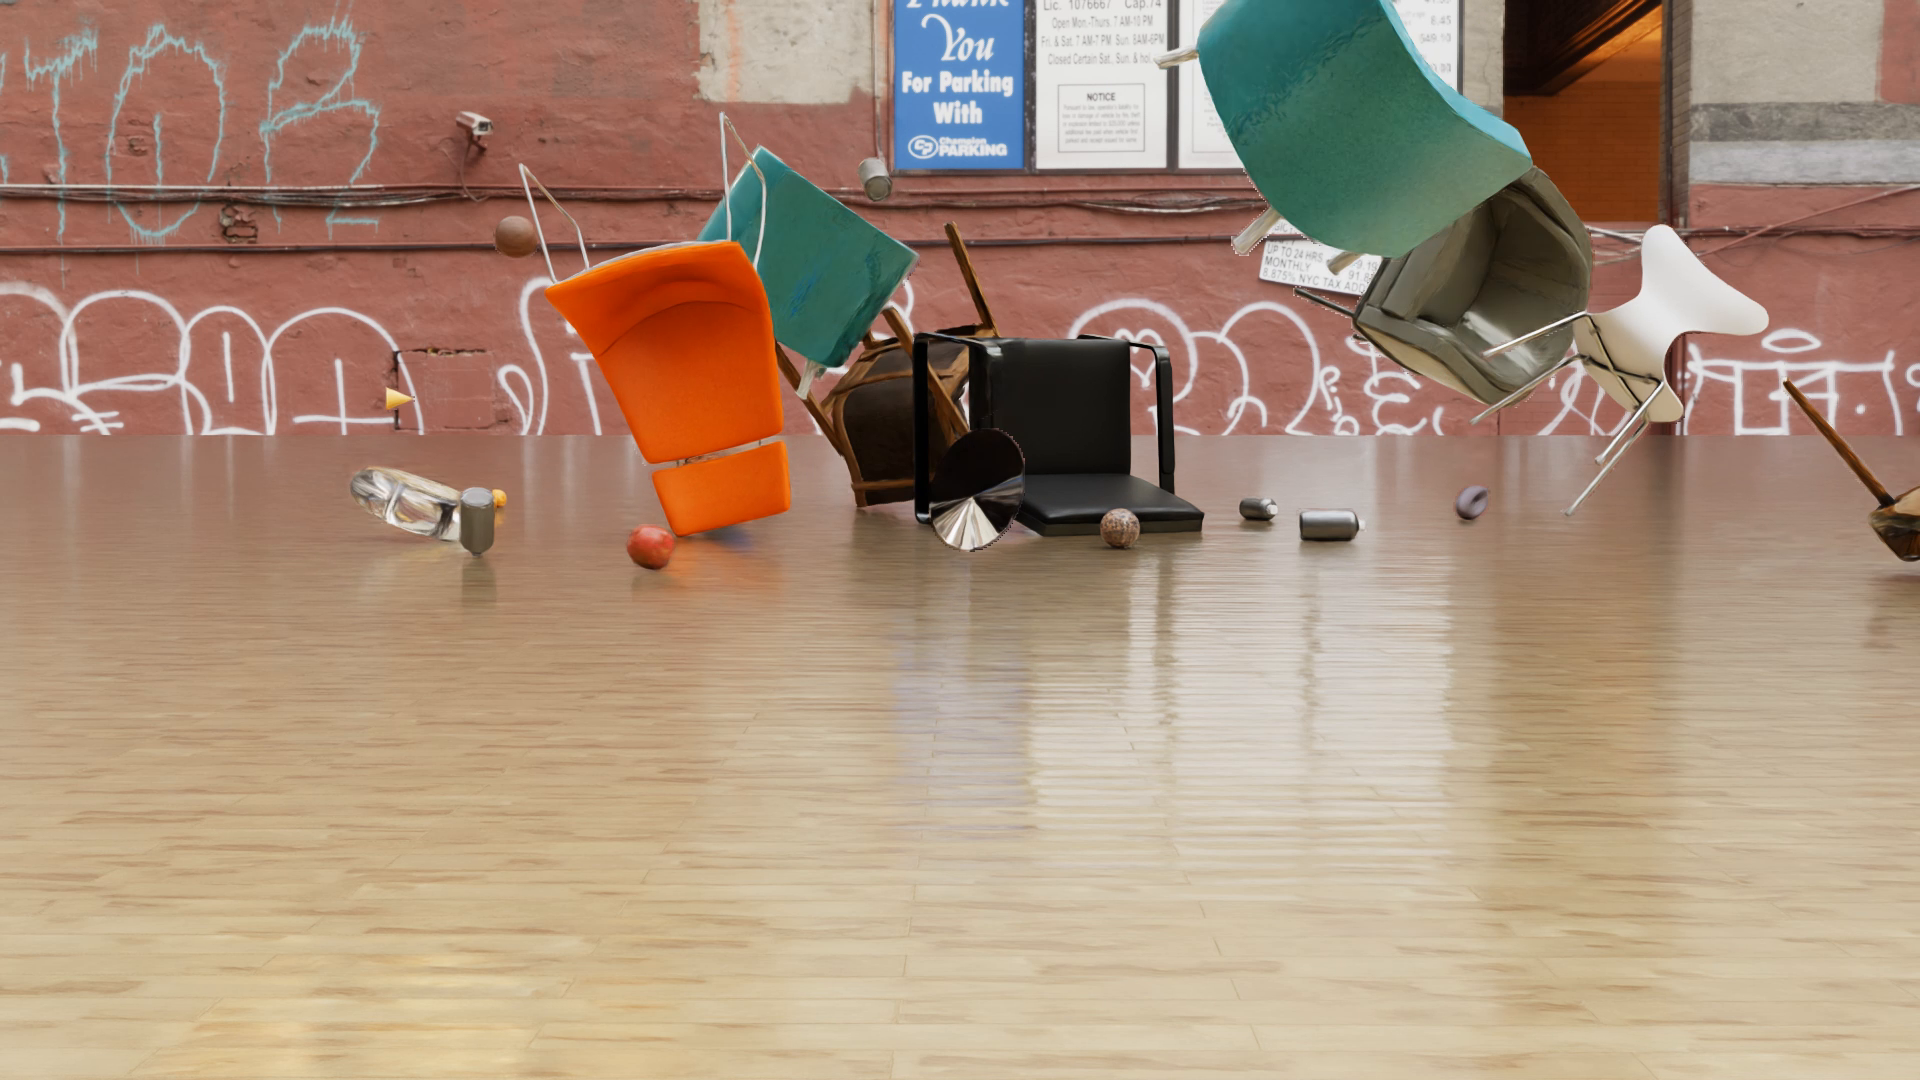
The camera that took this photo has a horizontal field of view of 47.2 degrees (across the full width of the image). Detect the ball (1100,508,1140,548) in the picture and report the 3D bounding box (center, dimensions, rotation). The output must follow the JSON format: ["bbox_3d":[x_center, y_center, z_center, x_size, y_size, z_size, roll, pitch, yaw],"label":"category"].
[{"bbox_3d":[0.451,-0.033,6.204,0.113,0.113,0.113,0,4,0],"label":"ball"}]

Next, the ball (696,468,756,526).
[{"bbox_3d":[-0.770,-0.144,7.235,0.192,0.192,0.192,0,4,0],"label":"ball"}]

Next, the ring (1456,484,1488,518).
[{"bbox_3d":[1.783,-0.133,7.652,0.050,0.114,0.280,5,12,31],"label":"ring"}]

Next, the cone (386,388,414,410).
[{"bbox_3d":[-1.517,-0.383,5.958,0.070,0.061,0.060,0,-37,-12],"label":"cone"}]

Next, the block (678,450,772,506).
[{"bbox_3d":[-0.906,-0.239,8.511,0.301,0.142,0.258,14,5,2],"label":"block"}]

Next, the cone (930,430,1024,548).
[{"bbox_3d":[0.032,-0.115,5.584,0.223,0.312,0.224,21,-8,-2],"label":"cone"}]

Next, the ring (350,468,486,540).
[{"bbox_3d":[-1.613,-0.106,6.558,0.424,0.126,0.364,19,6,-34],"label":"ring"}]
